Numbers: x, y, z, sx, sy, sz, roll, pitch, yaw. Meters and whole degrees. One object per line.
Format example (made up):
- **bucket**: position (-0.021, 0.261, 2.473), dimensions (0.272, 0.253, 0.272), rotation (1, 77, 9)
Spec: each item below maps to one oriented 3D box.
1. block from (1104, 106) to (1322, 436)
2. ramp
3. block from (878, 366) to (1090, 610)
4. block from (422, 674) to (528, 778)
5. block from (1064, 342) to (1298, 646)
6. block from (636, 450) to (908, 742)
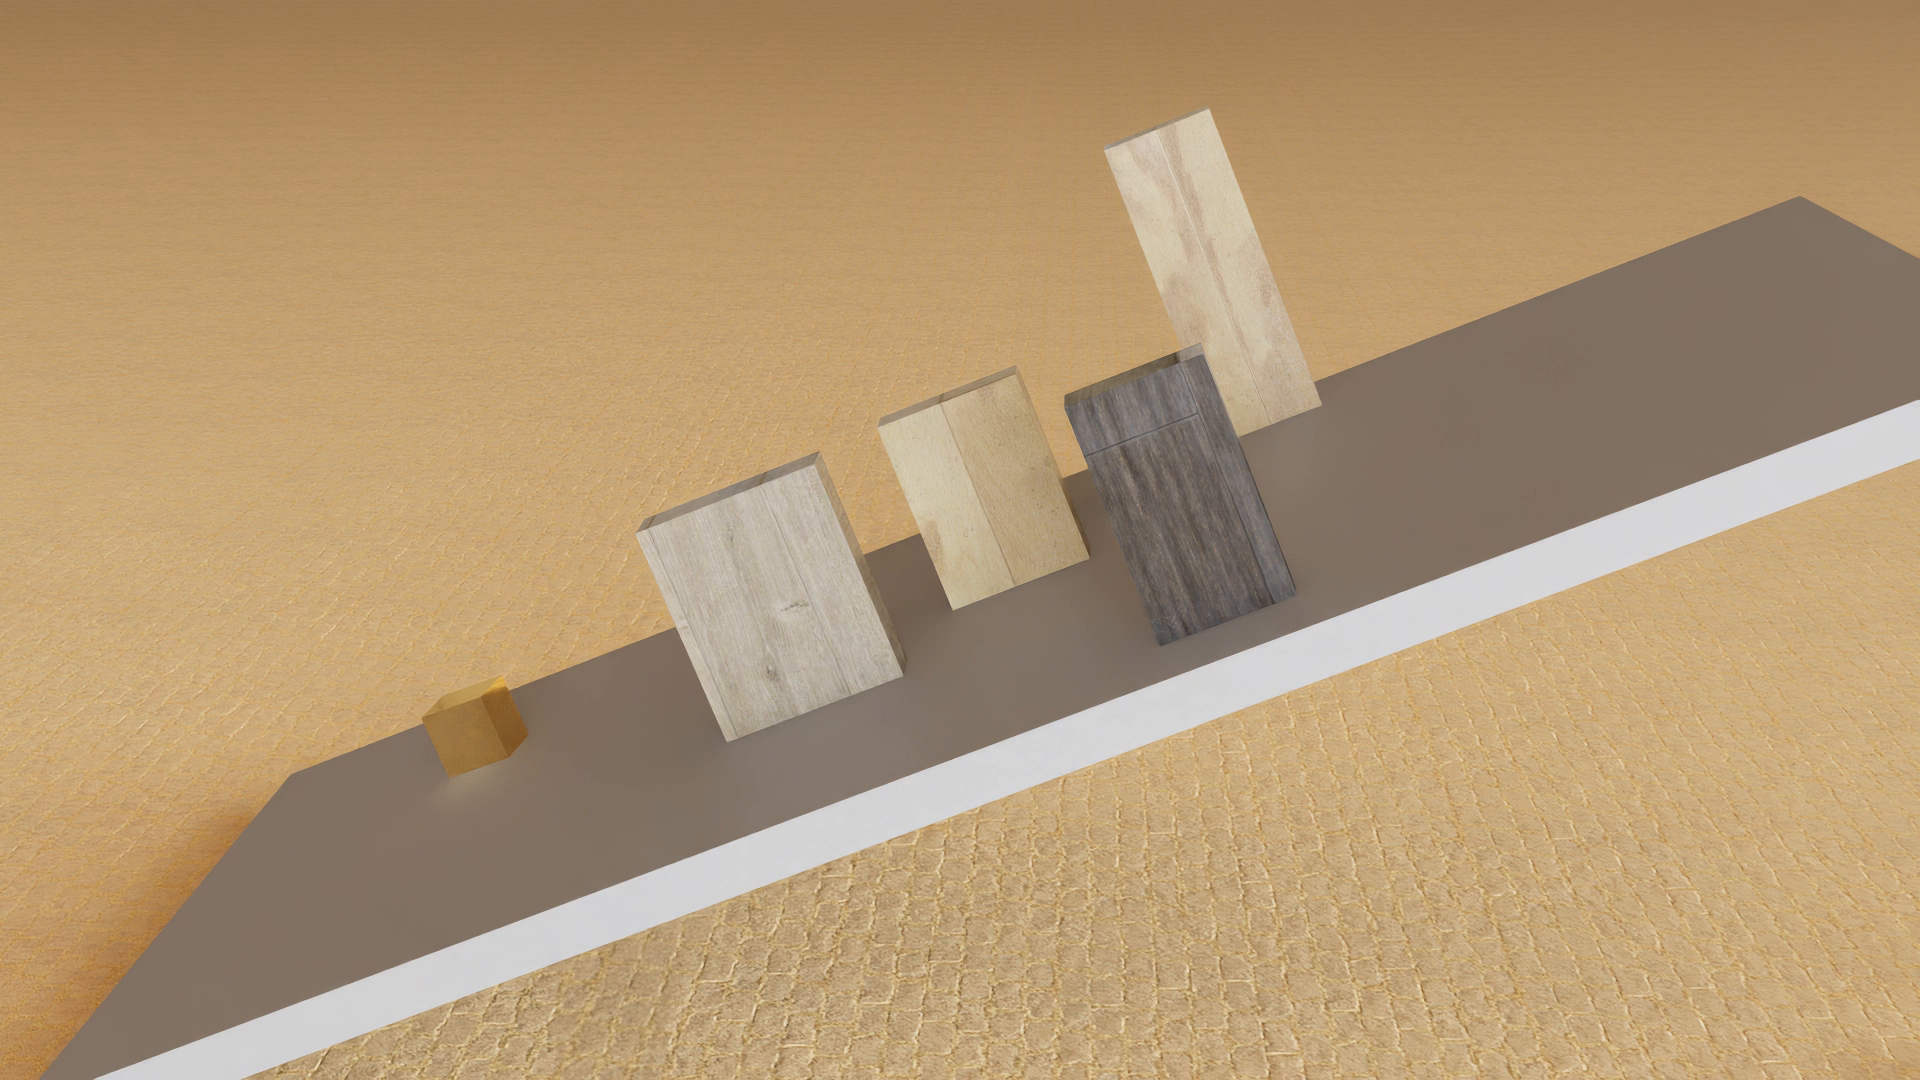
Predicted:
- **block**: position (0.591, -0.616, 6.862), dimensions (0.258, 0.741, 0.092), rotation (-21, 12, 7)
- **ramp**: position (0.124, 0.173, 6.290), dimensions (4.000, 0.100, 2.000), rotation (-21, 12, 7)
- **block**: position (0.054, -0.114, 6.379), dimensions (0.320, 0.434, 0.112), rotation (-21, 12, 7)
- **block**: position (-1.119, 0.430, 6.795), dimensions (0.156, 0.156, 0.156), rotation (-19, 12, 15)
- **block**: position (0.410, -0.084, 5.476), dimensions (0.272, 0.489, 0.118), rotation (-21, 12, 7)
- **block**: position (-0.385, 0.117, 6.062), dimensions (0.395, 0.477, 0.130), rotation (-21, 12, 7)
